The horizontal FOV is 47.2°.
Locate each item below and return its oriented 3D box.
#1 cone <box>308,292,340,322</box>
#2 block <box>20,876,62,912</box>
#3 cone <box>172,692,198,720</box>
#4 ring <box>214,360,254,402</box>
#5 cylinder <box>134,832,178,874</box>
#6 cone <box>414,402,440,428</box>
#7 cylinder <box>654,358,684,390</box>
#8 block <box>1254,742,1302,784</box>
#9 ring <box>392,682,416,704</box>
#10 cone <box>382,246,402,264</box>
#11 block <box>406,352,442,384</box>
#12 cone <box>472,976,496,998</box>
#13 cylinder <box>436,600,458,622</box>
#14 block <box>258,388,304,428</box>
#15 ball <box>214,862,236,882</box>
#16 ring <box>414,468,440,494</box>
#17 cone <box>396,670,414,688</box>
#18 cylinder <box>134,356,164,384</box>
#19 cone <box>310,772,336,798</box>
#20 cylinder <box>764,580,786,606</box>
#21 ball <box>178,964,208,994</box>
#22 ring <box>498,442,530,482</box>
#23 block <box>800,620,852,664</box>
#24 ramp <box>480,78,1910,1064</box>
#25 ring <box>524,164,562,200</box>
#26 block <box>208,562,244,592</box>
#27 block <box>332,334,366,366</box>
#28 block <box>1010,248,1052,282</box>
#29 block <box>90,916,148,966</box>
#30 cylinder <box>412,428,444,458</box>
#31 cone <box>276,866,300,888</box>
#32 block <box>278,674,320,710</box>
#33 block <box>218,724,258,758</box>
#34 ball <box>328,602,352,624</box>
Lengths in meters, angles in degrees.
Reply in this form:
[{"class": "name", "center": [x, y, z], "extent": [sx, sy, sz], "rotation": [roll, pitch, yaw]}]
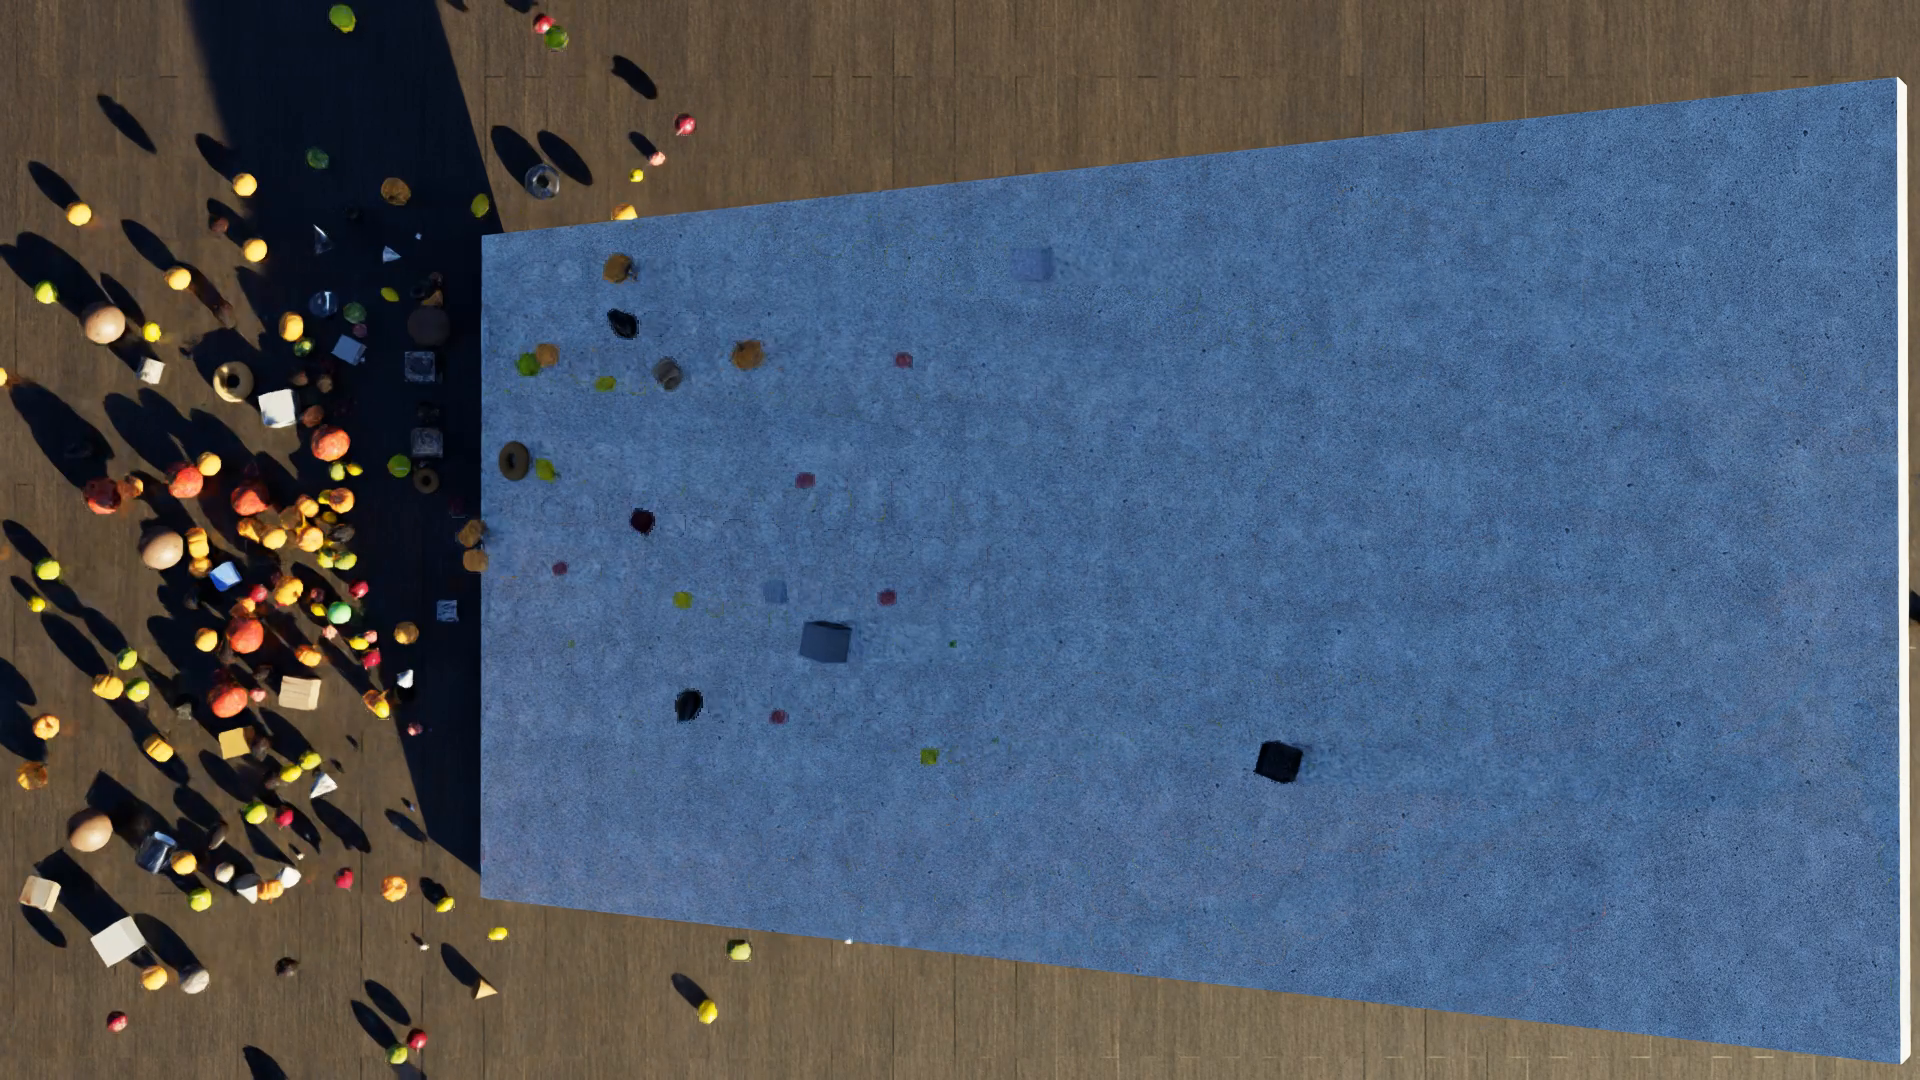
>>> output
[{"class": "cone", "center": [-1.924, -0.690, 6.690], "extent": [0.096, 0.096, 0.096], "rotation": [0, 60, 0]}, {"class": "block", "center": [-2.734, 1.051, 6.538], "extent": [0.079, 0.079, 0.079], "rotation": [15, 69, -3]}, {"class": "cone", "center": [-2.367, 0.508, 6.681], "extent": [0.081, 0.081, 0.081], "rotation": [0, 90, 0]}, {"class": "ring", "center": [-2.216, -0.485, 6.710], "extent": [0.125, 0.042, 0.125], "rotation": [0, 90, 1]}, {"class": "cylinder", "center": [-2.438, 0.948, 6.669], "extent": [0.096, 0.096, 0.096], "rotation": [27, 90, 0]}, {"class": "cone", "center": [-1.624, -0.381, 6.651], "extent": [0.083, 0.083, 0.083], "rotation": [0, 88, 1]}, {"class": "cylinder", "center": [-0.822, -0.469, 6.201], "extent": [0.063, 0.063, 0.063], "rotation": [-34, 69, 0]}, {"class": "block", "center": [0.748, 0.521, 5.160], "extent": [0.073, 0.073, 0.073], "rotation": [20, 100, 32]}, {"class": "ring", "center": [-1.697, 0.464, 6.709], "extent": [0.079, 0.026, 0.079], "rotation": [0, 89, 2]}, {"class": "cone", "center": [-1.725, -0.865, 6.689], "extent": [0.057, 0.057, 0.057], "rotation": [8, 89, -16]}, {"class": "block", "center": [-1.627, -0.520, 6.672], "extent": [0.088, 0.088, 0.088], "rotation": [-1, 86, 1]}, {"class": "cone", "center": [-1.442, 1.371, 6.699], "extent": [0.068, 0.068, 0.068], "rotation": [19, 89, -26]}, {"class": "cylinder", "center": [-1.560, 0.216, 6.686], "extent": [0.062, 0.062, 0.062], "rotation": [-2, 95, 0]}, {"class": "block", "center": [-2.062, -0.399, 6.682], "extent": [0.095, 0.095, 0.095], "rotation": [-13, 90, 0]}, {"class": "ball", "center": [-2.232, 1.009, 6.674], "extent": [0.062, 0.062, 0.062], "rotation": [0, 90, 0]}, {"class": "ring", "center": [-1.630, -0.182, 6.715], "extent": [0.080, 0.027, 0.080], "rotation": [0, 89, -1]}, {"class": "cone", "center": [-1.669, 0.408, 6.659], "extent": [0.057, 0.057, 0.057], "rotation": [42, 123, 0]}, {"class": "cylinder", "center": [-2.467, -0.517, 6.695], "extent": [0.069, 0.069, 0.069], "rotation": [20, 89, 0]}, {"class": "cone", "center": [-1.946, 0.755, 6.663], "extent": [0.077, 0.077, 0.077], "rotation": [35, 53, 0]}, {"class": "cylinder", "center": [-0.503, 0.144, 5.987], "extent": [0.051, 0.051, 0.051], "rotation": [-17, 115, 0]}, {"class": "ball", "center": [-2.325, 1.330, 6.671], "extent": [0.088, 0.088, 0.088], "rotation": [0, 90, 0]}, {"class": "ring", "center": [-1.326, -0.233, 6.543], "extent": [0.117, 0.039, 0.117], "rotation": [0, 90, 37]}, {"class": "block", "center": [-0.359, 0.272, 5.875], "extent": [0.091, 0.091, 0.091], "rotation": [15, 98, 32]}, {"class": "ramp", "center": [0.255, 0.070, 5.590], "extent": [4.000, 0.100, 2.000], "rotation": [0, 89, 33]}, {"class": "ring", "center": [-1.271, -1.091, 6.701], "extent": [0.113, 0.038, 0.113], "rotation": [1, 116, 2]}, {"class": "block", "center": [-2.235, 0.111, 6.693], "extent": [0.064, 0.064, 0.064], "rotation": [-32, 90, 0]}, {"class": "block", "center": [-1.860, -0.579, 6.698], "extent": [0.066, 0.066, 0.066], "rotation": [29, 90, 0]}, {"class": "block", "center": [0.179, -0.692, 5.541], "extent": [0.076, 0.076, 0.076], "rotation": [5, 92, 33]}, {"class": "block", "center": [-2.549, 1.216, 6.666], "extent": [0.100, 0.100, 0.100], "rotation": [-33, 90, 0]}, {"class": "cylinder", "center": [-1.613, -0.294, 6.659], "extent": [0.090, 0.090, 0.090], "rotation": [0, 89, -16]}, {"class": "cone", "center": [-2.039, 1.004, 6.664], "extent": [0.072, 0.072, 0.072], "rotation": [6, 57, -9]}, {"class": "block", "center": [-2.005, 0.462, 6.677], "extent": [0.090, 0.090, 0.090], "rotation": [9, 90, 0]}, {"class": "block", "center": [-2.191, 0.613, 6.679], "extent": [0.080, 0.080, 0.080], "rotation": [-13, 90, 2]}, {"class": "ball", "center": [-1.888, 0.221, 6.689], "extent": [0.070, 0.070, 0.070], "rotation": [0, 90, 0]}]
